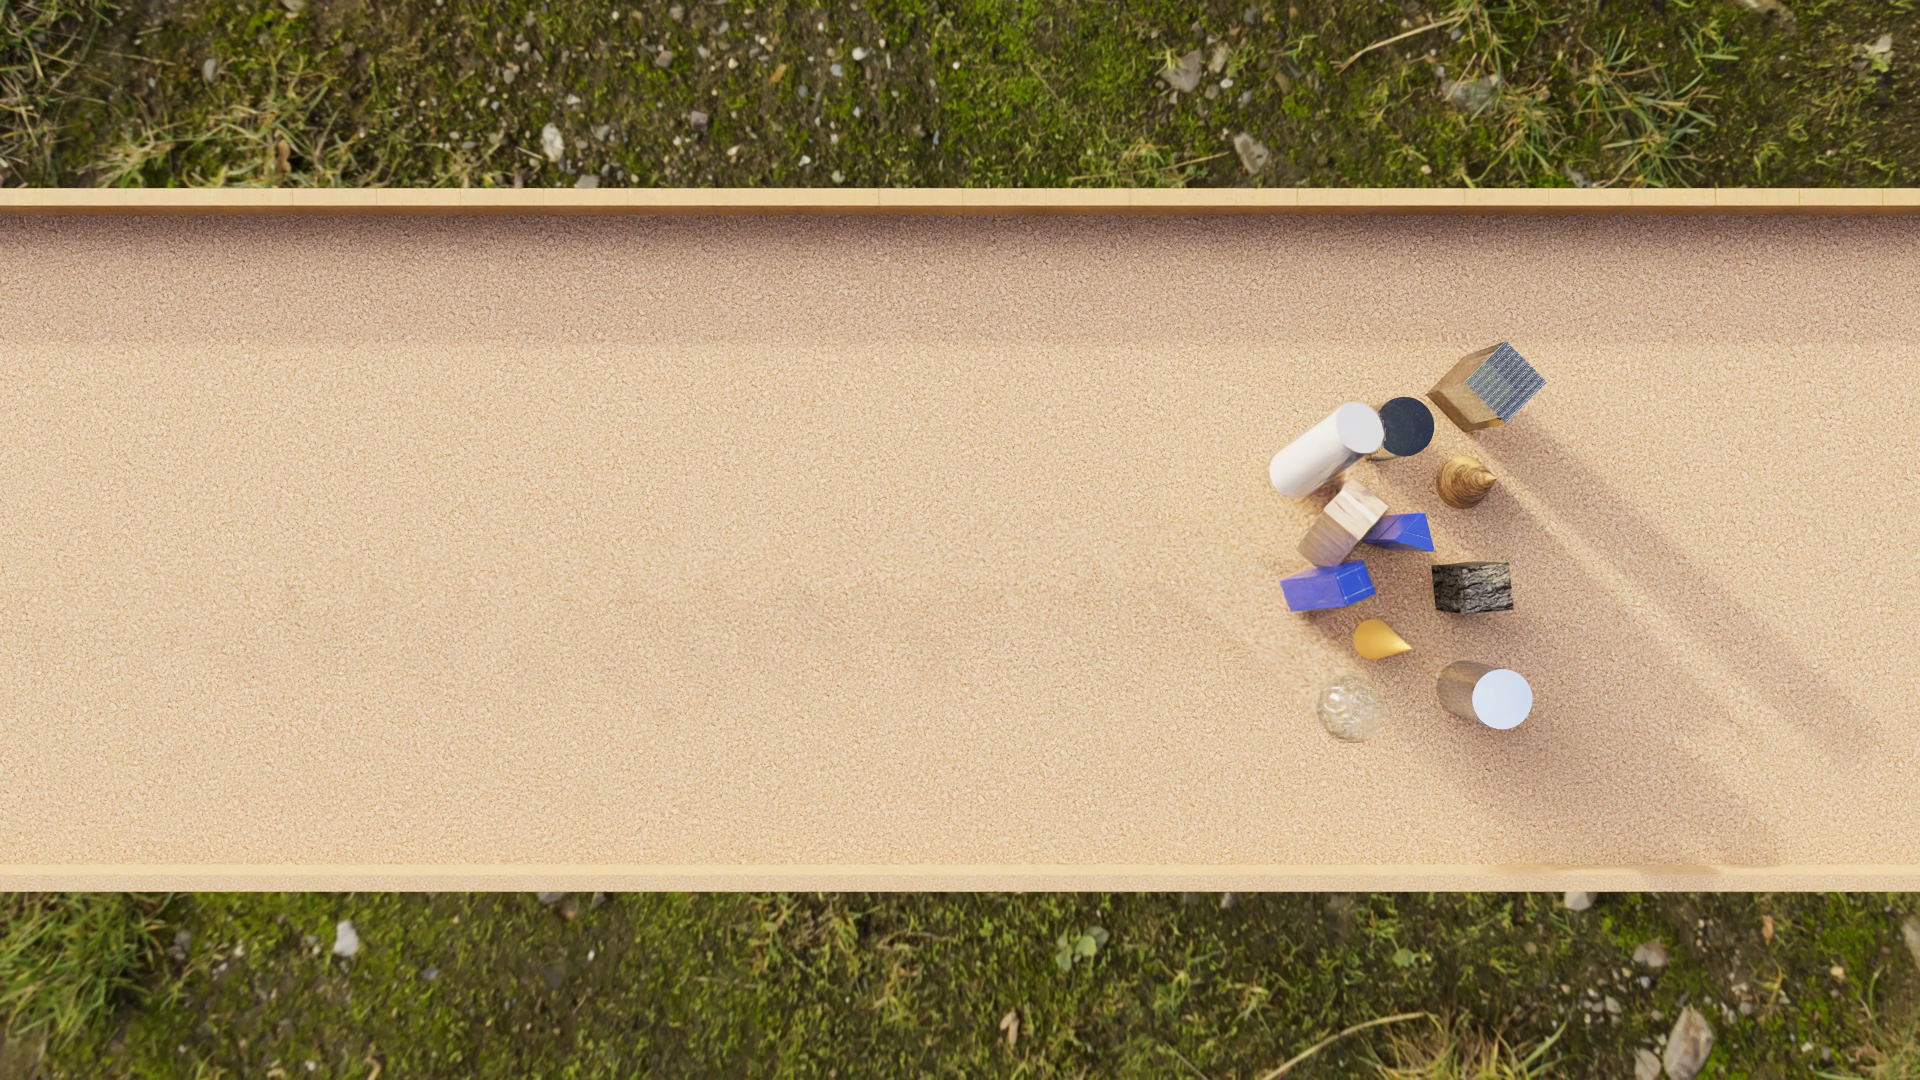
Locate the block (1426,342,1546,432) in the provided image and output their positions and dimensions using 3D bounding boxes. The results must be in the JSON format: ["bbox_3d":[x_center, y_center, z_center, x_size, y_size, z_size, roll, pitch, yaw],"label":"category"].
[{"bbox_3d":[1.550,-0.448,4.879,0.167,0.395,0.167,-45,90,0],"label":"block"}]

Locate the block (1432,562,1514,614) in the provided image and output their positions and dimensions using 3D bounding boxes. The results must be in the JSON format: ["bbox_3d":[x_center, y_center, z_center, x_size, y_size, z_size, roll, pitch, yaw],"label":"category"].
[{"bbox_3d":[1.525,0.140,4.921,0.137,0.312,0.137,-6,90,0],"label":"block"}]

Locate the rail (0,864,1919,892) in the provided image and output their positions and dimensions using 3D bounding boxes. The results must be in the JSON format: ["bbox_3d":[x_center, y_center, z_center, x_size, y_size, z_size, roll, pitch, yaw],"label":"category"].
[{"bbox_3d":[-2.247,1.025,5.001,12.000,0.150,0.050,0,90,0],"label":"rail"}]

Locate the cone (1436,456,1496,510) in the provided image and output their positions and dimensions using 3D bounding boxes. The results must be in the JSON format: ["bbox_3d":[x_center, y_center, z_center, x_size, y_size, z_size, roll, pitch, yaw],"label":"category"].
[{"bbox_3d":[1.547,-0.178,4.912,0.166,0.329,0.166,0,90,0],"label":"cone"}]

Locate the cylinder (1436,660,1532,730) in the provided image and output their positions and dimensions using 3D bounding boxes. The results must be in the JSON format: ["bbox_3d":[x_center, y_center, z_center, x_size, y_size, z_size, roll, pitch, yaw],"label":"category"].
[{"bbox_3d":[1.552,0.455,4.897,0.172,0.358,0.172,0,90,0],"label":"cylinder"}]

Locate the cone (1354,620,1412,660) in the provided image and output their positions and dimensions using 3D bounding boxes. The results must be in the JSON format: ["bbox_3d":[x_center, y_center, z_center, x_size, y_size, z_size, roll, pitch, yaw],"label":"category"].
[{"bbox_3d":[1.274,0.307,4.862,0.125,0.429,0.125,0,90,0],"label":"cone"}]

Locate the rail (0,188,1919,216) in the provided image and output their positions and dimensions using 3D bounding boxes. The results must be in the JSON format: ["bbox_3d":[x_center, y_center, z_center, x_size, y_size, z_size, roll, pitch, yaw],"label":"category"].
[{"bbox_3d":[-2.247,-1.025,5.002,12.000,0.150,0.050,0,90,0],"label":"rail"}]

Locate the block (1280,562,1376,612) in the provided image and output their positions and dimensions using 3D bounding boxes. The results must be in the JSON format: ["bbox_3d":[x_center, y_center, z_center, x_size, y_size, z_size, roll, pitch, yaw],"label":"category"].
[{"bbox_3d":[1.085,0.140,4.889,0.101,0.360,0.101,-21,91,-15],"label":"block"}]

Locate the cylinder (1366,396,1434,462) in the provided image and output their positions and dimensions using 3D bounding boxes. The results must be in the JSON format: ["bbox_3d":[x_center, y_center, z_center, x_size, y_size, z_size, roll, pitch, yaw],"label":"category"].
[{"bbox_3d":[1.282,-0.327,4.916,0.173,0.320,0.173,0,90,0],"label":"cylinder"}]

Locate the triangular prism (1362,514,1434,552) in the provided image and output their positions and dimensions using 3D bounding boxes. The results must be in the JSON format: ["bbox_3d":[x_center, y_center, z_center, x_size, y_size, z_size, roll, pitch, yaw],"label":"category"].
[{"bbox_3d":[1.297,-0.029,4.865,0.110,0.423,0.096,16,90,0],"label":"triangular prism"}]

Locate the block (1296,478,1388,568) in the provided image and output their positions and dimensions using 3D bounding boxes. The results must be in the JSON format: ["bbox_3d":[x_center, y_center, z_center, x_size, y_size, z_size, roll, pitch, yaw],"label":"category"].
[{"bbox_3d":[1.114,-0.031,4.840,0.130,0.440,0.130,41,79,11],"label":"block"}]

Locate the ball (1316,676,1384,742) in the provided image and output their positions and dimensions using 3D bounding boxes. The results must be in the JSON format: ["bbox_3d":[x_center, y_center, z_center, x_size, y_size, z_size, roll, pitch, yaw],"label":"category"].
[{"bbox_3d":[1.141,0.493,4.823,0.193,0.193,0.193,0,90,0],"label":"ball"}]

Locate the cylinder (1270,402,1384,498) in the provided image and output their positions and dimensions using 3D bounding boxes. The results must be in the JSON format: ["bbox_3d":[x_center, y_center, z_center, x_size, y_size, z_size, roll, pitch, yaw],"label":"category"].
[{"bbox_3d":[1.076,-0.260,4.867,0.156,0.390,0.156,6,70,-17],"label":"cylinder"}]
